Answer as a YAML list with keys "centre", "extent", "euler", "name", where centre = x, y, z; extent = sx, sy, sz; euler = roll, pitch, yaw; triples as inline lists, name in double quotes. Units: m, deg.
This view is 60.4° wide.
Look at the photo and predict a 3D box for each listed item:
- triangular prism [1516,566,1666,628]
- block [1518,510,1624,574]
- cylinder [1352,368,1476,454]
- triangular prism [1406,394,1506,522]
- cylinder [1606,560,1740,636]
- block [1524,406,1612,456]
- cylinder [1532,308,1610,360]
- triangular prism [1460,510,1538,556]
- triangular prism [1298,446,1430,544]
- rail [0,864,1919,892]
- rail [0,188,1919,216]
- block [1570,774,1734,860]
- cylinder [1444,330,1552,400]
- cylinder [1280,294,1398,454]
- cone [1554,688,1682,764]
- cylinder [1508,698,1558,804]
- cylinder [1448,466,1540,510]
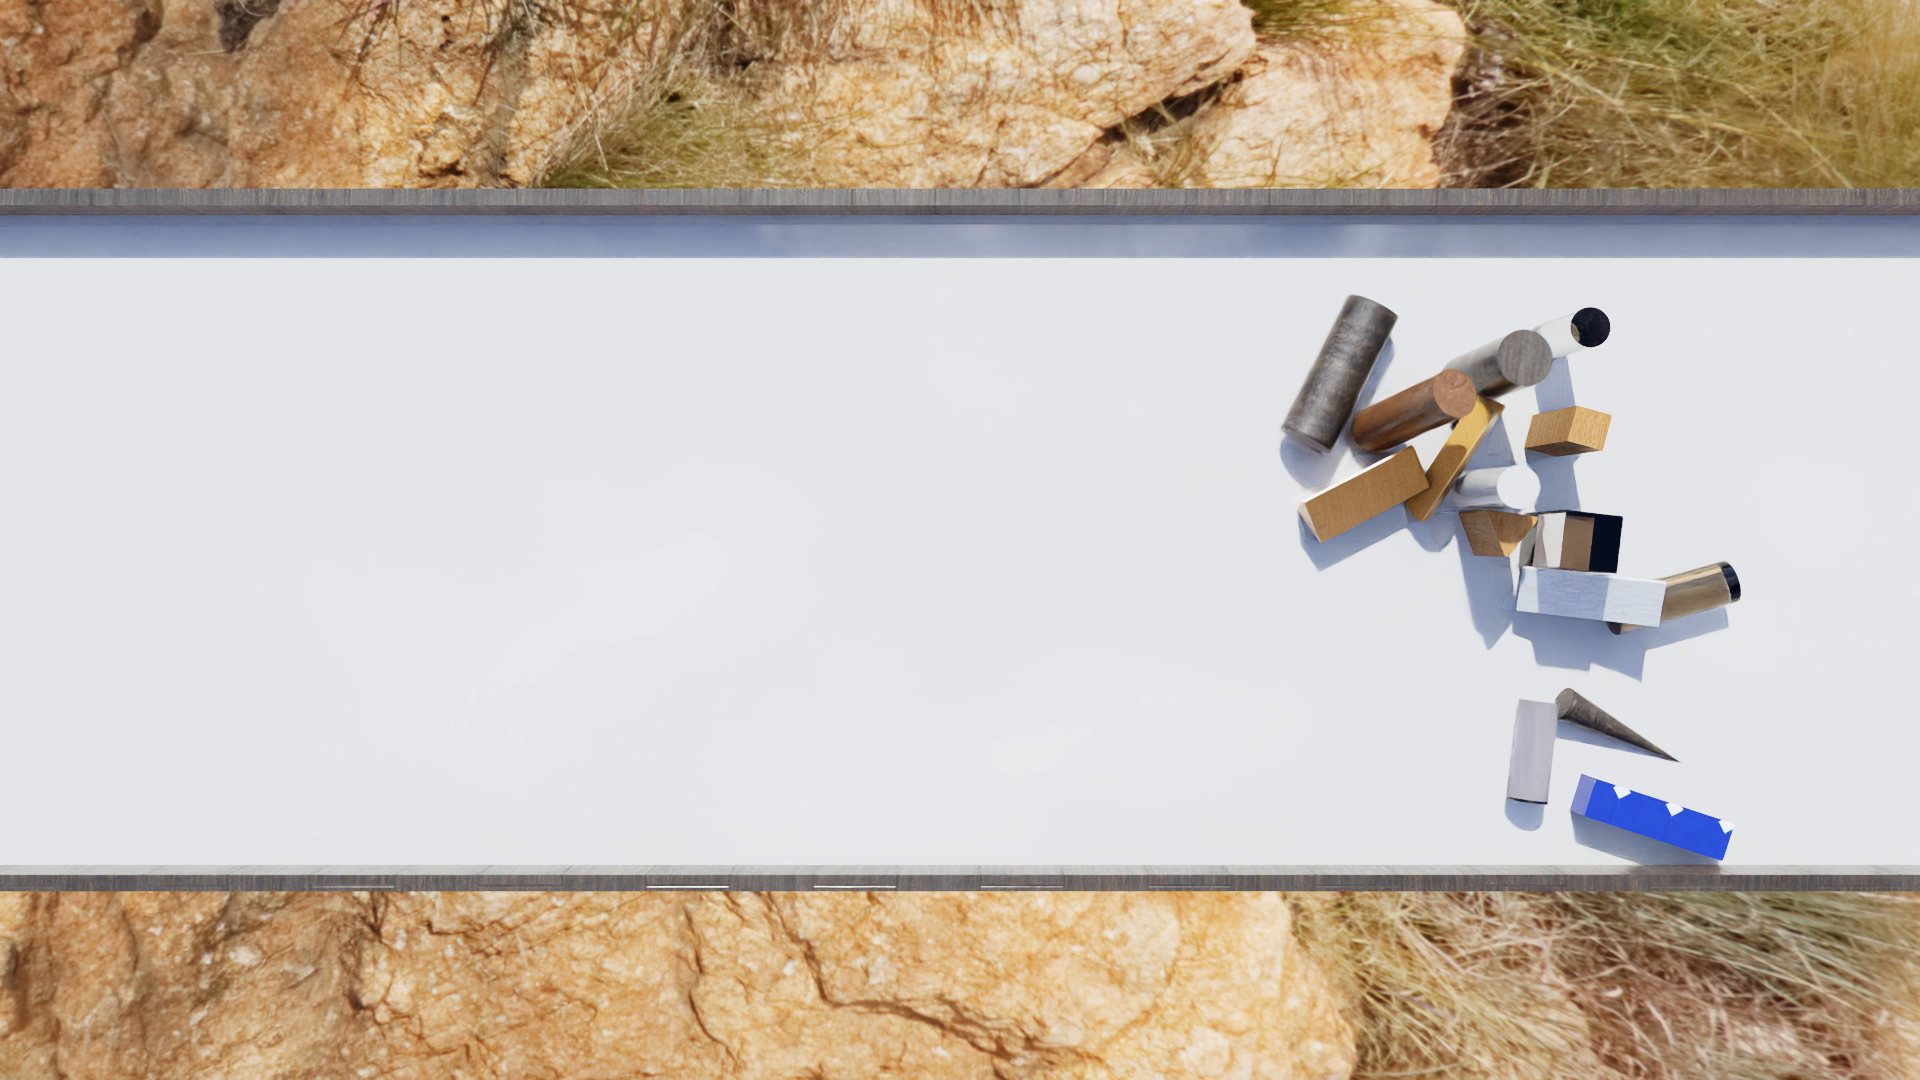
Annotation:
- centre: [1.884, 0.140, 4.927]
  extent: [0.401, 0.128, 0.147]
  euler: [7, 55, 17]
  name: "triangular prism"
- centre: [1.810, 0.007, 4.902]
  extent: [0.166, 0.348, 0.166]
  euler: [7, 89, 0]
  name: "block"
- centre: [1.329, -0.374, 4.854]
  extent: [0.144, 0.422, 0.144]
  euler: [4, 77, -18]
  name: "cylinder"
- centre: [1.483, -0.232, 4.929]
  extent: [0.093, 0.080, 0.416]
  euler: [23, 121, -4]
  name: "triangular prism"
- centre: [2.158, 0.176, 5.011]
  extent: [0.373, 0.132, 0.132]
  euler: [-16, 90, 0]
  name: "cylinder"
- centre: [1.800, -0.320, 4.895]
  extent: [0.105, 0.364, 0.105]
  euler: [15, 90, 0]
  name: "block"
- centre: [1.802, -0.608, 4.896]
  extent: [0.116, 0.362, 0.116]
  euler: [0, 90, 0]
  name: "cylinder"
- centre: [1.577, -0.046, 4.911]
  extent: [0.123, 0.327, 0.143]
  euler: [39, 91, 2]
  name: "triangular prism"
- centre: [1.209, -0.162, 4.978]
  extent: [0.368, 0.130, 0.150]
  euler: [-27, 50, 0]
  name: "triangular prism"
- centre: [-2.247, 1.025, 5.001]
  extent: [12.000, 0.150, 0.050]
  euler: [0, 90, 0]
  name: "rail"
- centre: [-2.247, -1.025, 5.002]
  extent: [12.000, 0.150, 0.050]
  euler: [0, 90, 0]
  name: "rail"
- centre: [2.103, 0.842, 5.018]
  extent: [0.438, 0.118, 0.118]
  euler: [18, 90, 0]
  name: "block"
- centre: [1.572, -0.500, 4.855]
  extent: [0.162, 0.429, 0.162]
  euler: [0, 86, -5]
  name: "cylinder"
- centre: [1.148, -0.502, 4.993]
  extent: [0.167, 0.167, 0.453]
  euler: [27, 90, 0]
  name: "cylinder"
- centre: [2.031, 0.593, 5.051]
  extent: [0.437, 0.103, 0.103]
  euler: [26, 90, -7]
  name: "cone"
- centre: [1.744, 0.641, 5.018]
  extent: [0.117, 0.117, 0.306]
  euler: [6, 90, 0]
  name: "cylinder"
- centre: [1.564, -0.151, 4.853]
  extent: [0.122, 0.445, 0.122]
  euler: [0, 91, -1]
  name: "cylinder"
